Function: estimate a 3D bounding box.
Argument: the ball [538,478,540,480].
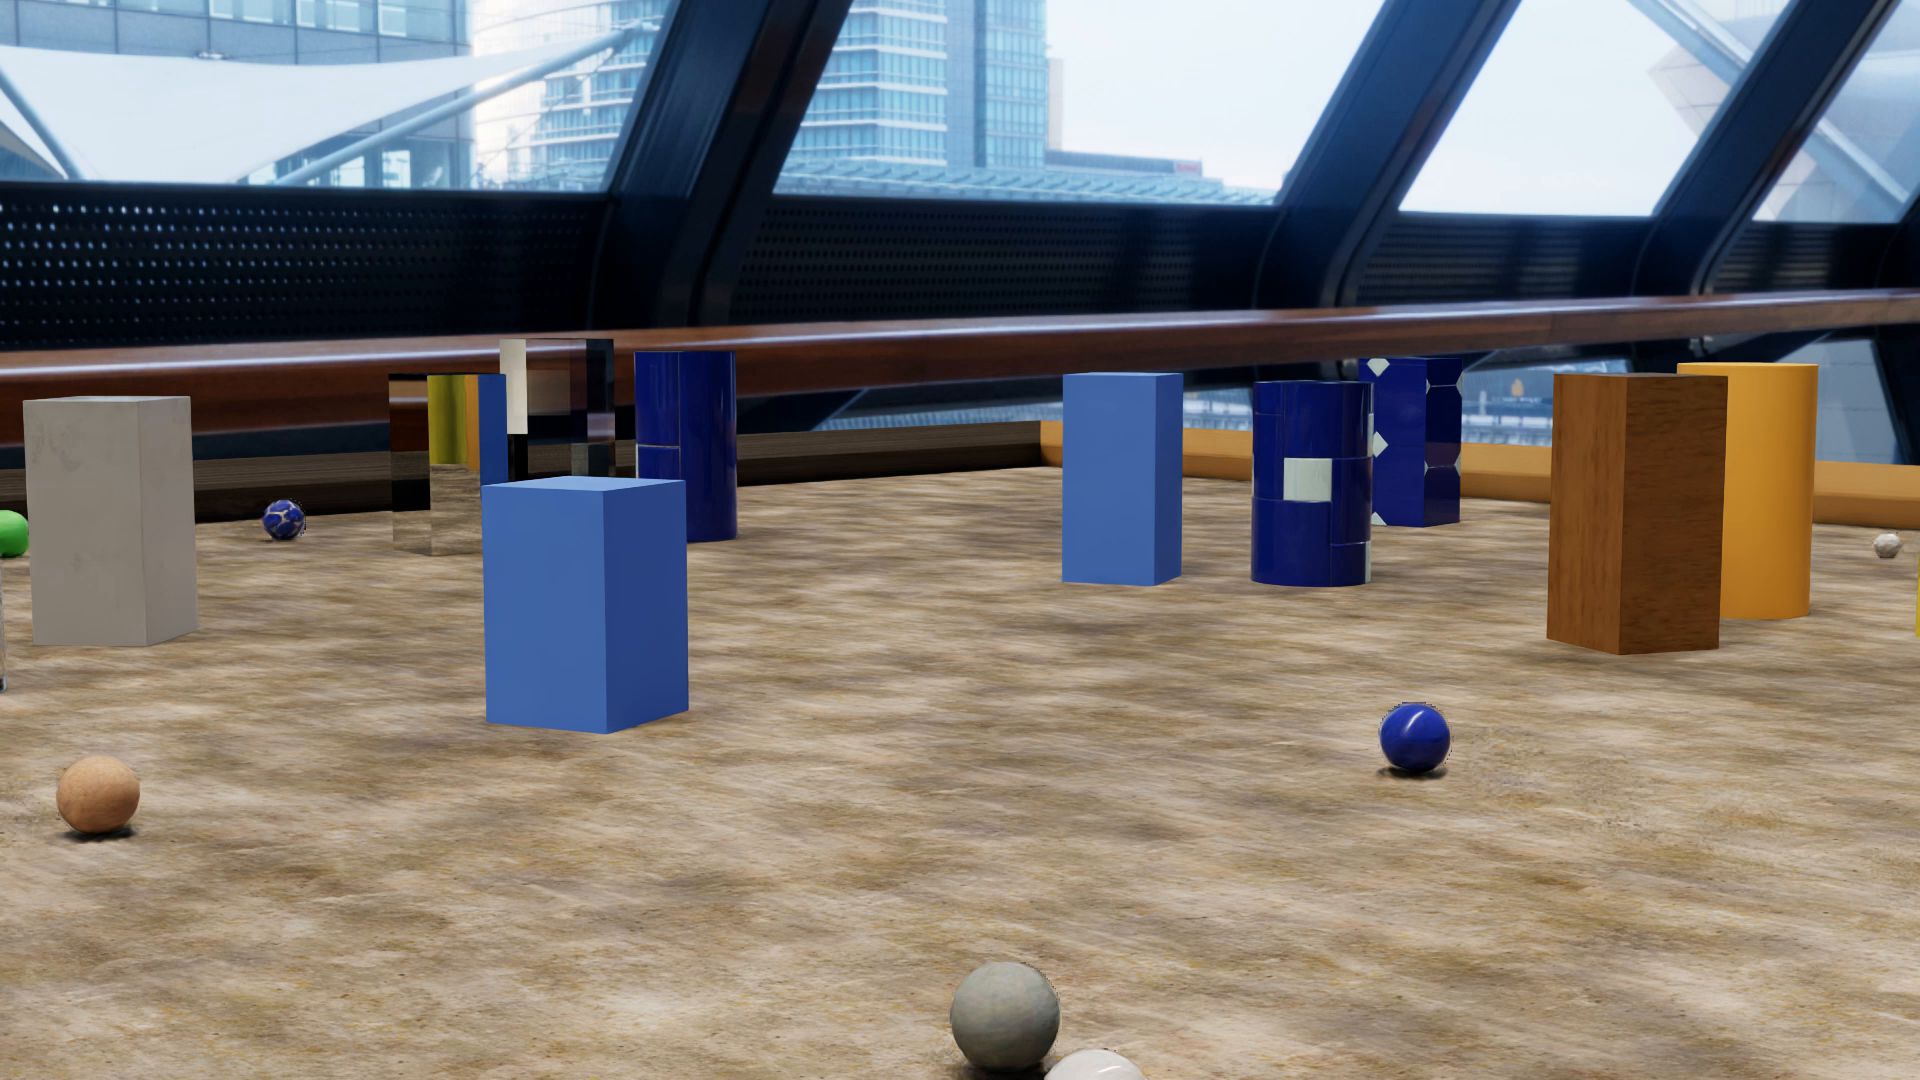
[{"bbox_3d":[-0.917,-0.097,4.835,0.076,0.076,0.076,0,6,0],"label":"ball"}]

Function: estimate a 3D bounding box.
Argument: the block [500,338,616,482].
[{"bbox_3d":[-0.782,-0.197,4.290,0.157,0.389,0.157,3,6,23],"label":"block"}]

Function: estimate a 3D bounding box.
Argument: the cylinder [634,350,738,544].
[{"bbox_3d":[-0.535,-0.185,4.296,0.197,0.365,0.197,0,6,0],"label":"cylinder"}]

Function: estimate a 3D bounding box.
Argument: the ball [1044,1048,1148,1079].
[{"bbox_3d":[0.070,0.296,1.139,0.063,0.063,0.063,0,6,0],"label":"ball"}]

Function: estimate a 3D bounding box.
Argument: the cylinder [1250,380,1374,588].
[{"bbox_3d":[0.580,-0.097,3.628,0.197,0.327,0.197,0,6,0],"label":"cylinder"}]

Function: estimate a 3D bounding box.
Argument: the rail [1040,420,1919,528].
[{"bbox_3d":[1.612,-0.121,4.811,0.045,0.128,4.119,-5,8,-42],"label":"rail"}]

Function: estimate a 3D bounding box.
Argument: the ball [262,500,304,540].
[{"bbox_3d":[-1.313,-0.038,4.267,0.078,0.078,0.078,0,6,0],"label":"ball"}]

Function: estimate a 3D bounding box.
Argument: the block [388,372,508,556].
[{"bbox_3d":[-0.947,-0.144,4.080,0.157,0.328,0.157,-5,8,-40],"label":"block"}]

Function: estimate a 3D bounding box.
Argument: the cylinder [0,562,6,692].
[{"bbox_3d":[-1.221,-0.059,2.545,0.197,0.478,0.197,0,6,0],"label":"cylinder"}]

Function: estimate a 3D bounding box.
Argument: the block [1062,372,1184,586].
[{"bbox_3d":[0.270,-0.105,3.642,0.157,0.340,0.157,2,6,22],"label":"block"}]

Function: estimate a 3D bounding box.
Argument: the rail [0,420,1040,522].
[{"bbox_3d":[-1.381,-0.122,4.820,4.434,0.128,0.045,-5,8,-42],"label":"rail"}]

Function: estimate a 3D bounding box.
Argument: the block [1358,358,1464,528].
[{"bbox_3d":[0.942,-0.208,4.608,0.157,0.344,0.157,5,8,40],"label":"block"}]

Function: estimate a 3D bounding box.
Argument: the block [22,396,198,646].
[{"bbox_3d":[-1.150,-0.029,2.986,0.157,0.326,0.157,1,6,5],"label":"block"}]

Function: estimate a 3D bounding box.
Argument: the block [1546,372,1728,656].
[{"bbox_3d":[0.899,-0.040,2.927,0.157,0.359,0.157,-2,6,-20],"label":"block"}]

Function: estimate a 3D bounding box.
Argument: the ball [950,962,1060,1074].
[{"bbox_3d":[0.026,0.280,1.289,0.064,0.064,0.064,0,6,0],"label":"ball"}]

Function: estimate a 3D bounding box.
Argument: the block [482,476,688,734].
[{"bbox_3d":[-0.408,0.066,2.407,0.157,0.257,0.157,3,7,26],"label":"block"}]

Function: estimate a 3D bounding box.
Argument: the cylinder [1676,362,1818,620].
[{"bbox_3d":[1.159,-0.077,3.256,0.197,0.365,0.197,0,6,0],"label":"cylinder"}]

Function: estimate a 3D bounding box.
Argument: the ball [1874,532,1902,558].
[{"bbox_3d":[1.668,0.010,3.955,0.046,0.046,0.046,0,6,0],"label":"ball"}]

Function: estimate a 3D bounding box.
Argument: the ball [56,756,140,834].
[{"bbox_3d":[-0.735,0.217,1.875,0.067,0.067,0.067,0,6,0],"label":"ball"}]

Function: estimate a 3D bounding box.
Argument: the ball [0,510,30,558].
[{"bbox_3d":[-1.712,-0.010,3.949,0.087,0.087,0.087,0,6,0],"label":"ball"}]

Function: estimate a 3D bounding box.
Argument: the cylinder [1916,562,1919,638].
[{"bbox_3d":[1.404,-0.055,2.967,0.197,0.382,0.197,0,6,0],"label":"cylinder"}]

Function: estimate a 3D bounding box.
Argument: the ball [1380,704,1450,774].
[{"bbox_3d":[0.439,0.191,2.120,0.067,0.067,0.067,0,6,0],"label":"ball"}]
